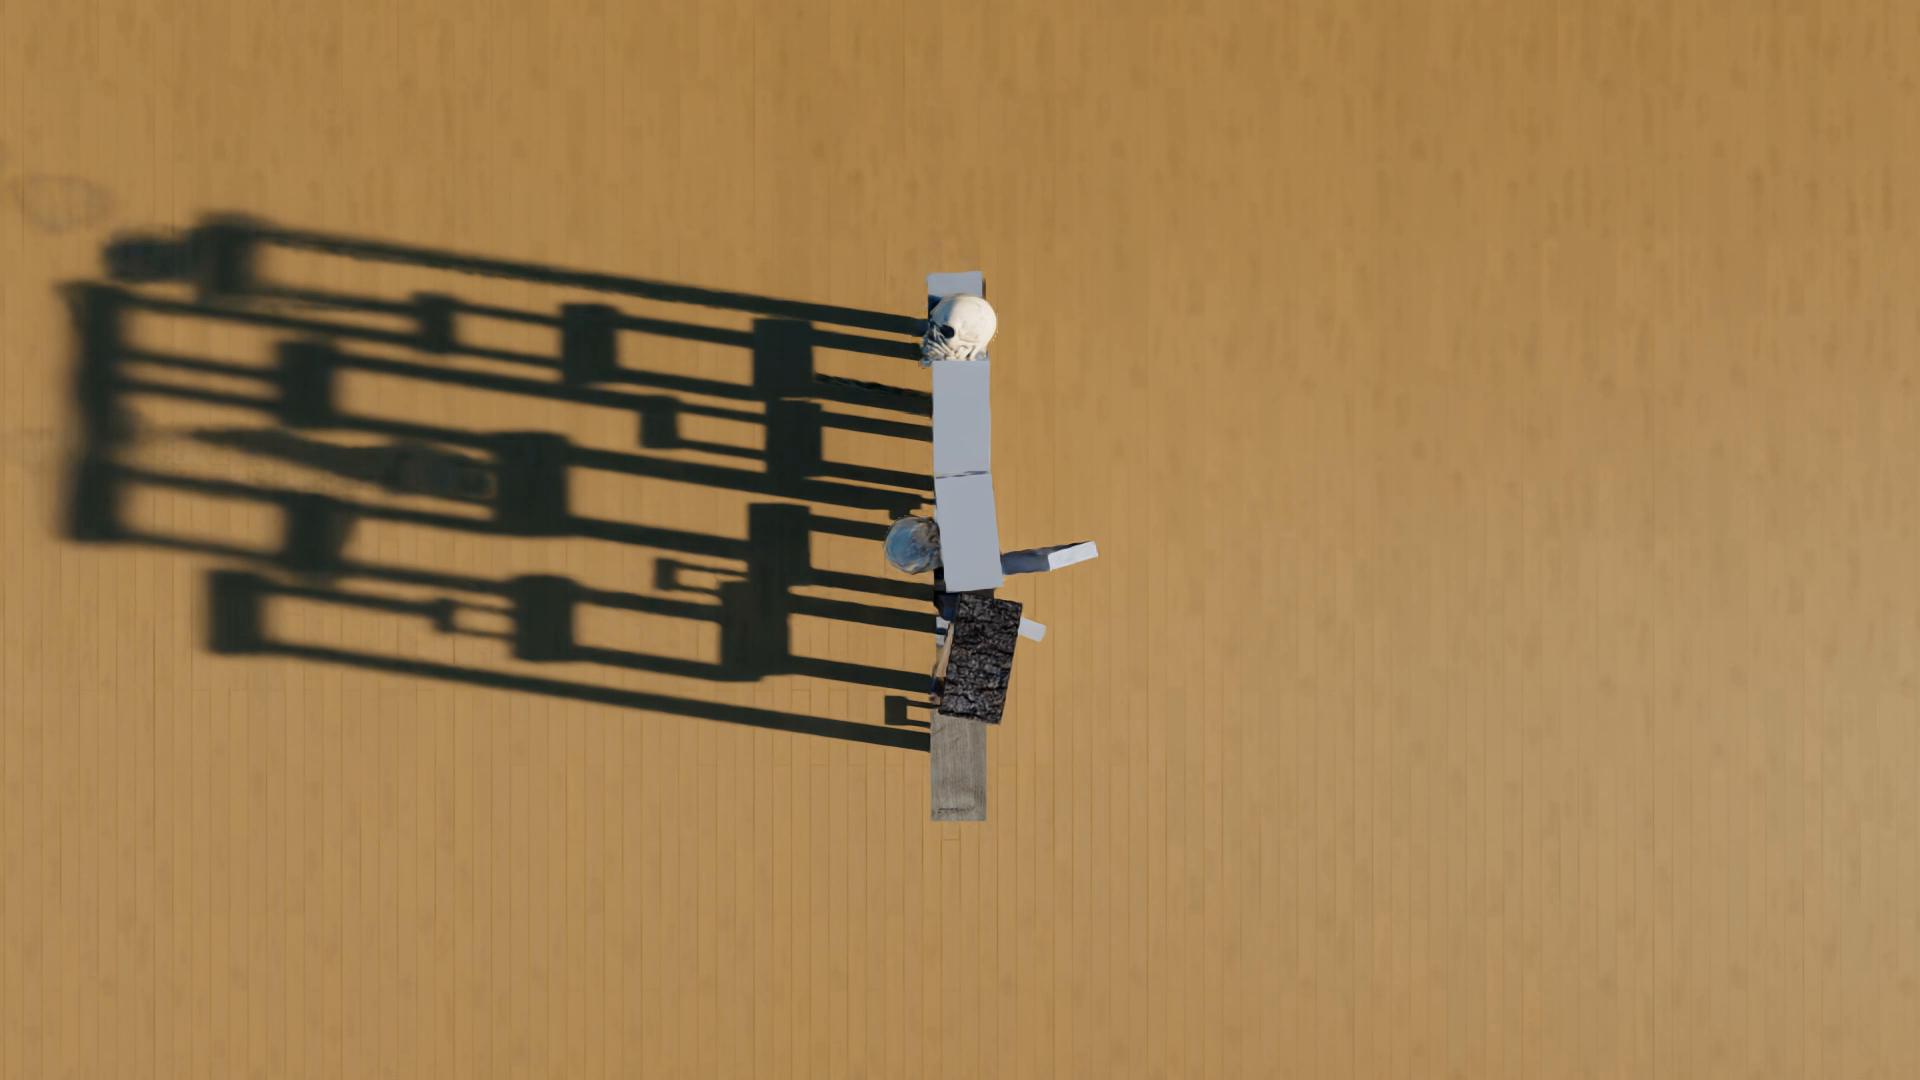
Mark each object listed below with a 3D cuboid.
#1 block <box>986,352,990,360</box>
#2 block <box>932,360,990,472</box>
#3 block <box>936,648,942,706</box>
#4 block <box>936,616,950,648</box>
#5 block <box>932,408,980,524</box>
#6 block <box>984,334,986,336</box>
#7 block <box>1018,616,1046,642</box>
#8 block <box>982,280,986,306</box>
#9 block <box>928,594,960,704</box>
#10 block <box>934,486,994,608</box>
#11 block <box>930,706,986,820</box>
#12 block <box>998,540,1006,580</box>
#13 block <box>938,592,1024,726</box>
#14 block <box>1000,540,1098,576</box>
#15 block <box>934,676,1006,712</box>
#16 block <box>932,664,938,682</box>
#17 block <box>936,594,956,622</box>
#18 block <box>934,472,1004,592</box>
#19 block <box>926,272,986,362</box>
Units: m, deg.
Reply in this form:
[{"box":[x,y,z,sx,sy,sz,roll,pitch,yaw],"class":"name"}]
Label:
[{"box":[0.005,-0.476,4.490,0.144,0.287,0.041,-3,101,3],"class":"block"},{"box":[0.003,-0.311,4.126,0.140,0.040,0.280,0,99,-1],"class":"block"},{"box":[0.003,0.463,4.839,0.146,0.041,0.292,0,90,0],"class":"block"},{"box":[0.002,0.394,5.173,0.153,0.043,0.305,0,90,0],"class":"block"},{"box":[0.005,-0.201,4.465,0.153,0.043,0.307,-1,90,-1],"class":"block"},{"box":[0.007,-0.476,4.905,0.133,0.038,0.266,1,87,-1],"class":"block"},{"box":[0.117,0.207,4.296,0.153,0.307,0.043,21,88,-8],"class":"block"},{"box":[-0.003,-0.679,4.935,0.144,1.130,0.041,0,91,0],"class":"block"},{"box":[0.027,0.308,4.468,0.149,0.042,0.298,15,90,-5],"class":"block"},{"box":[0.011,0.020,4.818,0.175,0.050,0.350,0,89,-1],"class":"block"},{"box":[-0.004,0.590,4.356,0.148,0.042,0.296,0,90,0],"class":"block"},{"box":[0.070,0.038,4.590,0.086,0.024,0.171,-15,105,-24],"class":"block"},{"box":[0.051,0.296,4.113,0.153,0.043,0.307,11,92,-5],"class":"block"},{"box":[0.188,0.054,4.386,0.144,0.443,0.041,-16,93,-27],"class":"block"},{"box":[0.023,0.402,4.293,0.153,0.307,0.043,13,87,-5],"class":"block"},{"box":[-0.004,0.395,4.656,0.149,0.323,0.042,1,94,0],"class":"block"},{"box":[0.019,0.192,4.637,0.149,0.298,0.042,3,94,-5],"class":"block"},{"box":[0.022,-0.019,4.143,0.144,0.041,0.288,-6,96,0],"class":"block"},{"box":[-0.008,-0.555,4.325,0.144,0.041,0.287,-3,89,2],"class":"block"}]
